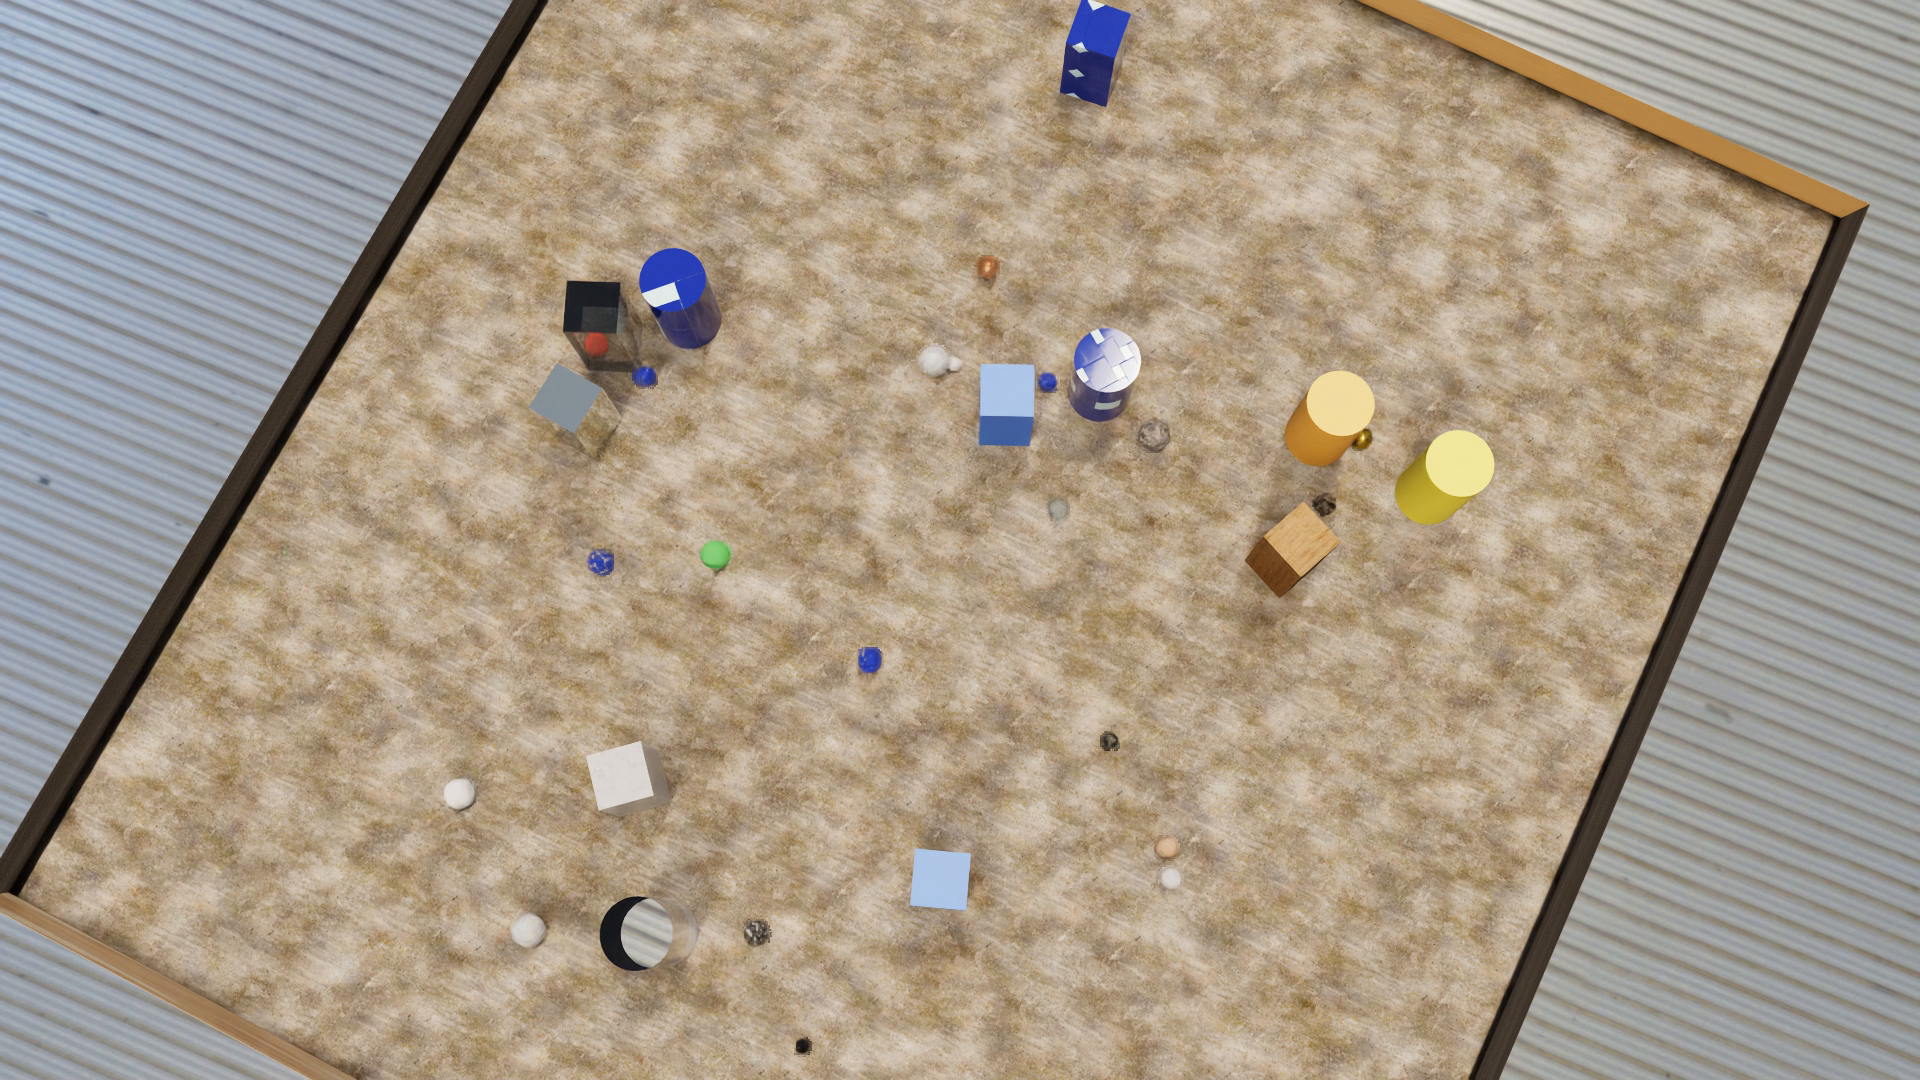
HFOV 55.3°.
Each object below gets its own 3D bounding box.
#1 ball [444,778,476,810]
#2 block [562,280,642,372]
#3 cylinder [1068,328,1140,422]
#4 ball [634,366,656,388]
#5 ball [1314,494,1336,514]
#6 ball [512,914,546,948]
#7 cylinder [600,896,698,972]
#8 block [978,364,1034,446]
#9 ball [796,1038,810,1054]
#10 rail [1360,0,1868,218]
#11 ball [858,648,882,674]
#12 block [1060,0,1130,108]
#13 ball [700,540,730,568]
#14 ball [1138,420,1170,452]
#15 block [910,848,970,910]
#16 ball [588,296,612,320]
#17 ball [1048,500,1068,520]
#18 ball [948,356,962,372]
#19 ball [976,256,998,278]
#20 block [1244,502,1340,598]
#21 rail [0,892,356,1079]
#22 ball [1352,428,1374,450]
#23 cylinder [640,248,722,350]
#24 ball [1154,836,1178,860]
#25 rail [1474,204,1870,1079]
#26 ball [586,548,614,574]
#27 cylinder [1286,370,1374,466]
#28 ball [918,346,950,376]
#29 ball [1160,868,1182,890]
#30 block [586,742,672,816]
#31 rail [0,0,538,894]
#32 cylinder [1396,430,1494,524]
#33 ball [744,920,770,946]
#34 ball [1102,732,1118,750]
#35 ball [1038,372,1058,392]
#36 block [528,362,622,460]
[{"bbox_3d":[-1.480,0.749,5.415,0.091,0.091,0.091,0,78,0],"label":"ball"},{"bbox_3d":[-1.078,-0.643,5.551,0.157,0.389,0.157,2,78,0],"label":"block"},{"bbox_3d":[0.434,-0.496,5.552,0.197,0.327,0.197,0,78,0],"label":"cylinder"},{"bbox_3d":[-0.969,-0.504,5.652,0.067,0.067,0.067,0,78,0],"label":"ball"},{"bbox_3d":[1.119,-0.111,5.606,0.066,0.066,0.066,0,78,0],"label":"ball"},{"bbox_3d":[-1.255,1.135,5.332,0.097,0.097,0.097,0,78,0],"label":"ball"},{"bbox_3d":[-0.868,1.103,5.144,0.197,0.478,0.197,0,78,0],"label":"cylinder"},{"bbox_3d":[0.138,-0.404,5.527,0.157,0.340,0.157,1,78,0],"label":"block"},{"bbox_3d":[-0.455,1.463,5.292,0.042,0.042,0.042,0,78,0],"label":"ball"},{"bbox_3d":[0.981,-1.914,5.946,4.119,0.128,0.045,26,80,5],"label":"rail"},{"bbox_3d":[-0.271,0.363,5.502,0.077,0.077,0.077,0,78,0],"label":"ball"},{"bbox_3d":[0.423,-1.527,5.757,0.157,0.344,0.157,19,79,4],"label":"block"},{"bbox_3d":[-0.743,0.044,5.563,0.087,0.087,0.087,0,78,0],"label":"ball"},{"bbox_3d":[0.598,-0.321,5.633,0.098,0.098,0.098,0,78,0],"label":"ball"},{"bbox_3d":[-0.055,0.981,5.282,0.157,0.257,0.157,5,78,1],"label":"block"},{"bbox_3d":[-1.125,-0.727,5.728,0.076,0.076,0.076,0,78,0],"label":"ball"},{"bbox_3d":[0.300,-0.093,5.603,0.064,0.064,0.064,0,78,0],"label":"ball"},{"bbox_3d":[-0.016,-0.548,5.707,0.046,0.046,0.046,0,78,0],"label":"ball"},{"bbox_3d":[0.087,-0.856,5.759,0.068,0.068,0.068,0,78,0],"label":"ball"},{"bbox_3d":[0.981,0.034,5.426,0.157,0.359,0.157,-40,81,-8],"label":"block"},{"bbox_3d":[-0.981,1.928,5.151,4.119,0.128,0.045,26,80,5],"label":"rail"},{"bbox_3d":[1.238,-0.313,5.646,0.069,0.069,0.069,0,78,0],"label":"ball"},{"bbox_3d":[-0.848,-0.731,5.582,0.197,0.365,0.197,0,78,0],"label":"cylinder"},{"bbox_3d":[0.607,0.906,5.395,0.067,0.067,0.067,0,78,0],"label":"ball"},{"bbox_3d":[1.821,0.898,5.364,0.045,0.128,4.434,26,80,5],"label":"rail"},{"bbox_3d":[-1.093,0.065,5.563,0.078,0.078,0.078,0,78,0],"label":"ball"},{"bbox_3d":[1.106,-0.360,5.505,0.197,0.365,0.197,0,78,0],"label":"cylinder"},{"bbox_3d":[-0.080,-0.554,5.677,0.096,0.096,0.096,0,78,0],"label":"ball"},{"bbox_3d":[0.618,0.993,5.379,0.063,0.063,0.063,0,78,0],"label":"ball"},{"bbox_3d":[-0.956,0.695,5.306,0.157,0.326,0.157,-15,79,-3],"label":"block"},{"bbox_3d":[-1.821,-0.885,5.733,0.045,0.128,4.434,26,80,5],"label":"rail"},{"bbox_3d":[1.439,-0.182,5.459,0.197,0.382,0.197,0,78,0],"label":"cylinder"},{"bbox_3d":[-0.593,1.147,5.341,0.074,0.074,0.074,0,78,0],"label":"ball"},{"bbox_3d":[0.448,0.600,5.467,0.050,0.050,0.050,0,78,0],"label":"ball"},{"bbox_3d":[0.272,-0.491,5.687,0.061,0.061,0.061,0,78,0],"label":"ball"},{"bbox_3d":[-1.156,-0.383,5.529,0.157,0.328,0.157,29,80,6],"label":"block"}]
